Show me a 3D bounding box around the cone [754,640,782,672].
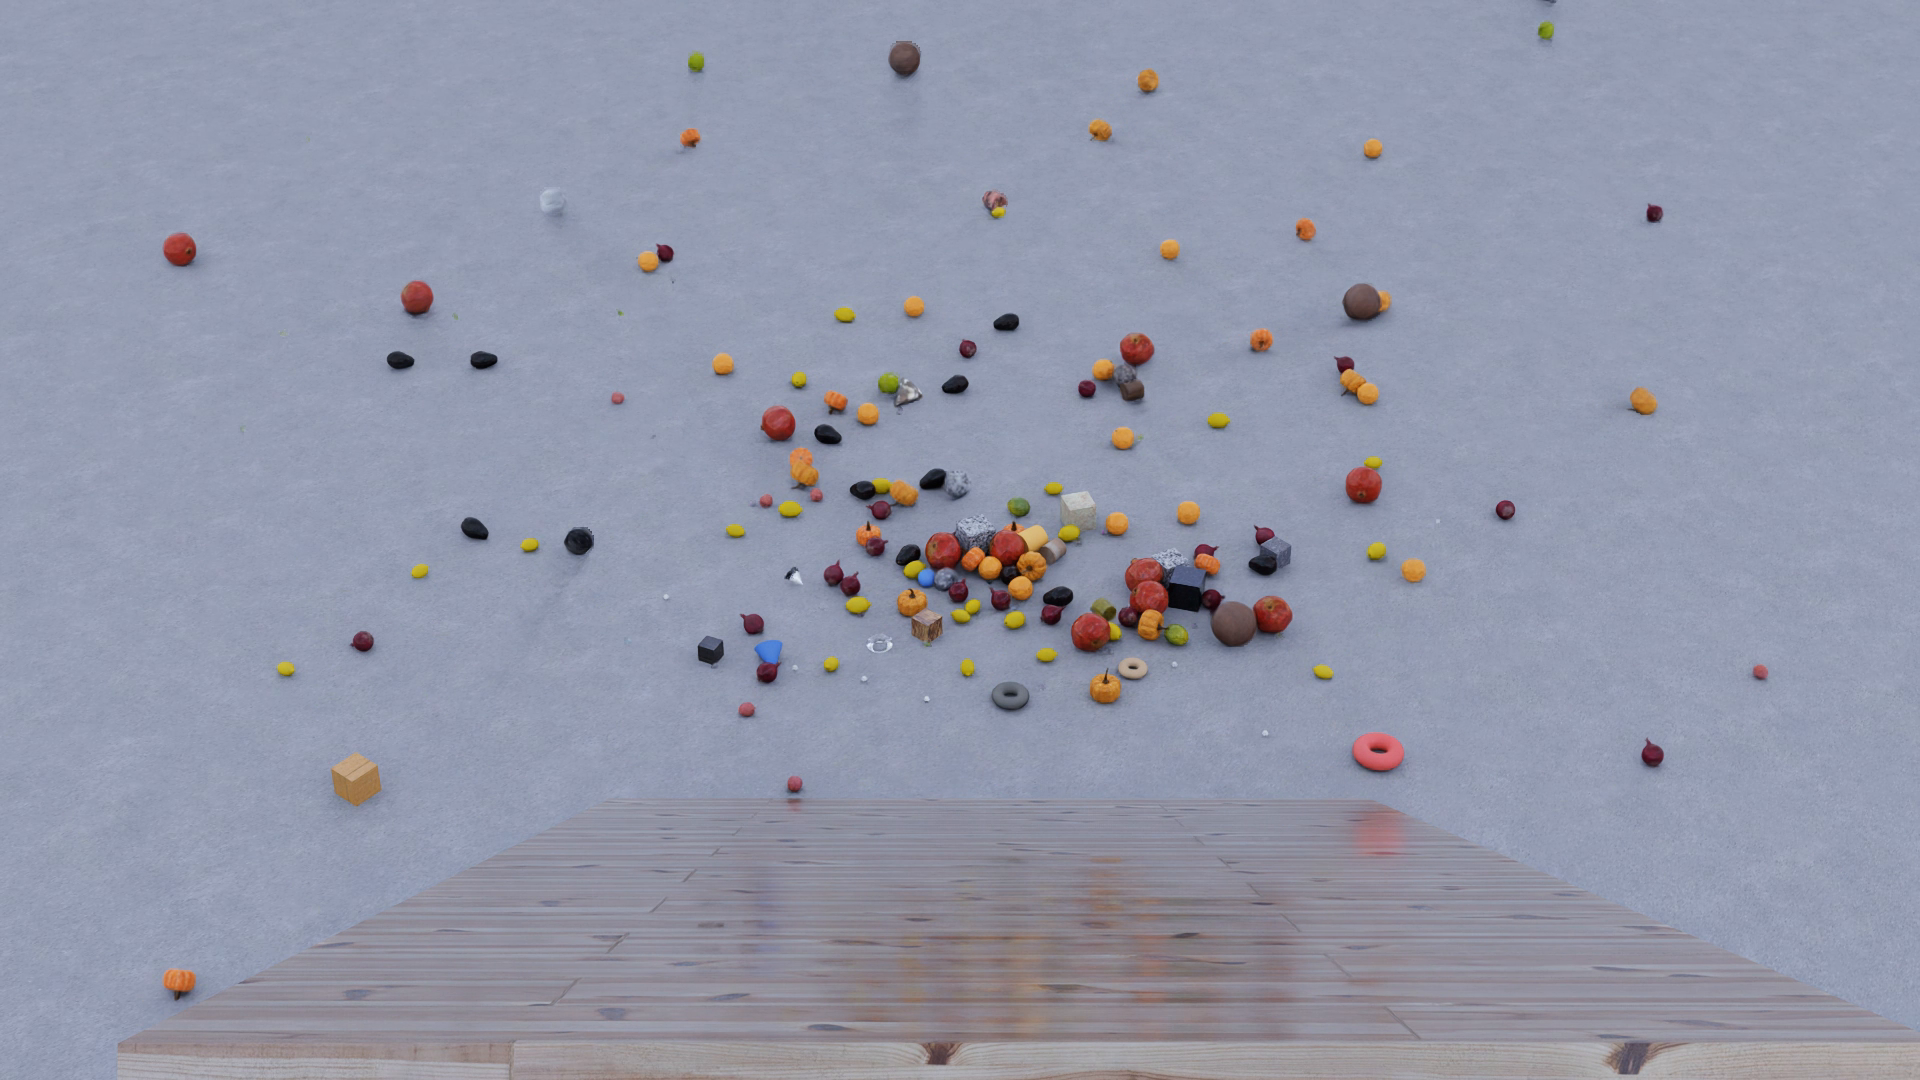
[{"bbox_3d":[-0.540,0.342,7.429,0.083,0.083,0.083,-8,63,-11],"label":"cone"}]

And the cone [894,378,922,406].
[{"bbox_3d":[-0.189,-0.471,8.580,0.092,0.092,0.092,29,71,35],"label":"cone"}]

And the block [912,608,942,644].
[{"bbox_3d":[-0.096,0.249,7.538,0.064,0.064,0.064,27,43,33],"label":"block"}]

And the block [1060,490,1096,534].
[{"bbox_3d":[0.364,-0.085,7.993,0.086,0.086,0.086,-10,36,-14],"label":"block"}]

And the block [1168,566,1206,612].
[{"bbox_3d":[0.670,0.143,7.664,0.091,0.091,0.091,10,36,14],"label":"block"}]

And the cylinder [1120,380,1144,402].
[{"bbox_3d":[0.571,-0.493,8.594,0.060,0.060,0.060,-13,37,-18],"label":"cylinder"}]

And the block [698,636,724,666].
[{"bbox_3d":[-0.715,0.316,7.451,0.054,0.054,0.054,15,38,20],"label":"block"}]

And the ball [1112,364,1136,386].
[{"bbox_3d":[0.548,-0.546,8.654,0.079,0.079,0.079,0,35,0],"label":"ball"}]

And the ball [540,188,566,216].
[{"bbox_3d":[-1.513,-1.255,9.646,0.097,0.097,0.097,0,35,0],"label":"ball"}]

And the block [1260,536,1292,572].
[{"bbox_3d":[0.951,0.042,7.830,0.066,0.066,0.066,-28,44,-33],"label":"block"}]

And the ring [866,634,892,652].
[{"bbox_3d":[-0.232,0.297,7.502,0.078,0.026,0.078,0,34,0],"label":"ring"}]

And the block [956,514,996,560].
[{"bbox_3d":[0.048,-0.008,7.879,0.090,0.090,0.090,-16,38,-21],"label":"block"}]

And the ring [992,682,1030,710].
[{"bbox_3d":[0.142,0.437,7.296,0.106,0.035,0.106,1,35,-1],"label":"ring"}]

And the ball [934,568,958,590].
[{"bbox_3d":[-0.041,0.116,7.722,0.068,0.068,0.068,0,35,0],"label":"ball"}]

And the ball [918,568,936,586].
[{"bbox_3d":[-0.099,0.112,7.741,0.053,0.053,0.053,0,35,0],"label":"ball"}]

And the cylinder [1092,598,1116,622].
[{"bbox_3d":[0.421,0.206,7.609,0.053,0.053,0.053,-22,40,-28],"label":"cylinder"}]

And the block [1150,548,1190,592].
[{"bbox_3d":[0.626,0.088,7.750,0.083,0.083,0.083,-19,39,-25],"label":"block"}]

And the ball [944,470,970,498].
[{"bbox_3d":[-0.010,-0.176,8.124,0.084,0.084,0.084,0,35,0],"label":"ball"}]

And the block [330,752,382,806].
[{"bbox_3d":[-1.618,0.641,6.961,0.087,0.087,0.087,25,42,31],"label":"block"}]

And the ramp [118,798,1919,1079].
[{"bbox_3d":[0.078,0.666,4.841,2.000,0.100,4.000,0,-2,0],"label":"ramp"}]

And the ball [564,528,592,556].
[{"bbox_3d":[-1.156,0.005,7.869,0.082,0.082,0.082,0,35,0],"label":"ball"}]

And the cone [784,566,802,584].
[{"bbox_3d":[-0.488,0.115,7.763,0.052,0.052,0.052,45,49,11],"label":"cone"}]

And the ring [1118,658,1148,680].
[{"bbox_3d":[0.493,0.366,7.403,0.084,0.028,0.084,1,35,-1],"label":"ring"}]

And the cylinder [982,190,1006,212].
[{"bbox_3d":[0.128,-1.264,9.688,0.062,0.062,0.062,-24,42,-30],"label":"cylinder"}]

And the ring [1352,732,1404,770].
[{"bbox_3d":[1.141,0.577,7.087,0.140,0.047,0.140,1,34,0],"label":"ring"}]
